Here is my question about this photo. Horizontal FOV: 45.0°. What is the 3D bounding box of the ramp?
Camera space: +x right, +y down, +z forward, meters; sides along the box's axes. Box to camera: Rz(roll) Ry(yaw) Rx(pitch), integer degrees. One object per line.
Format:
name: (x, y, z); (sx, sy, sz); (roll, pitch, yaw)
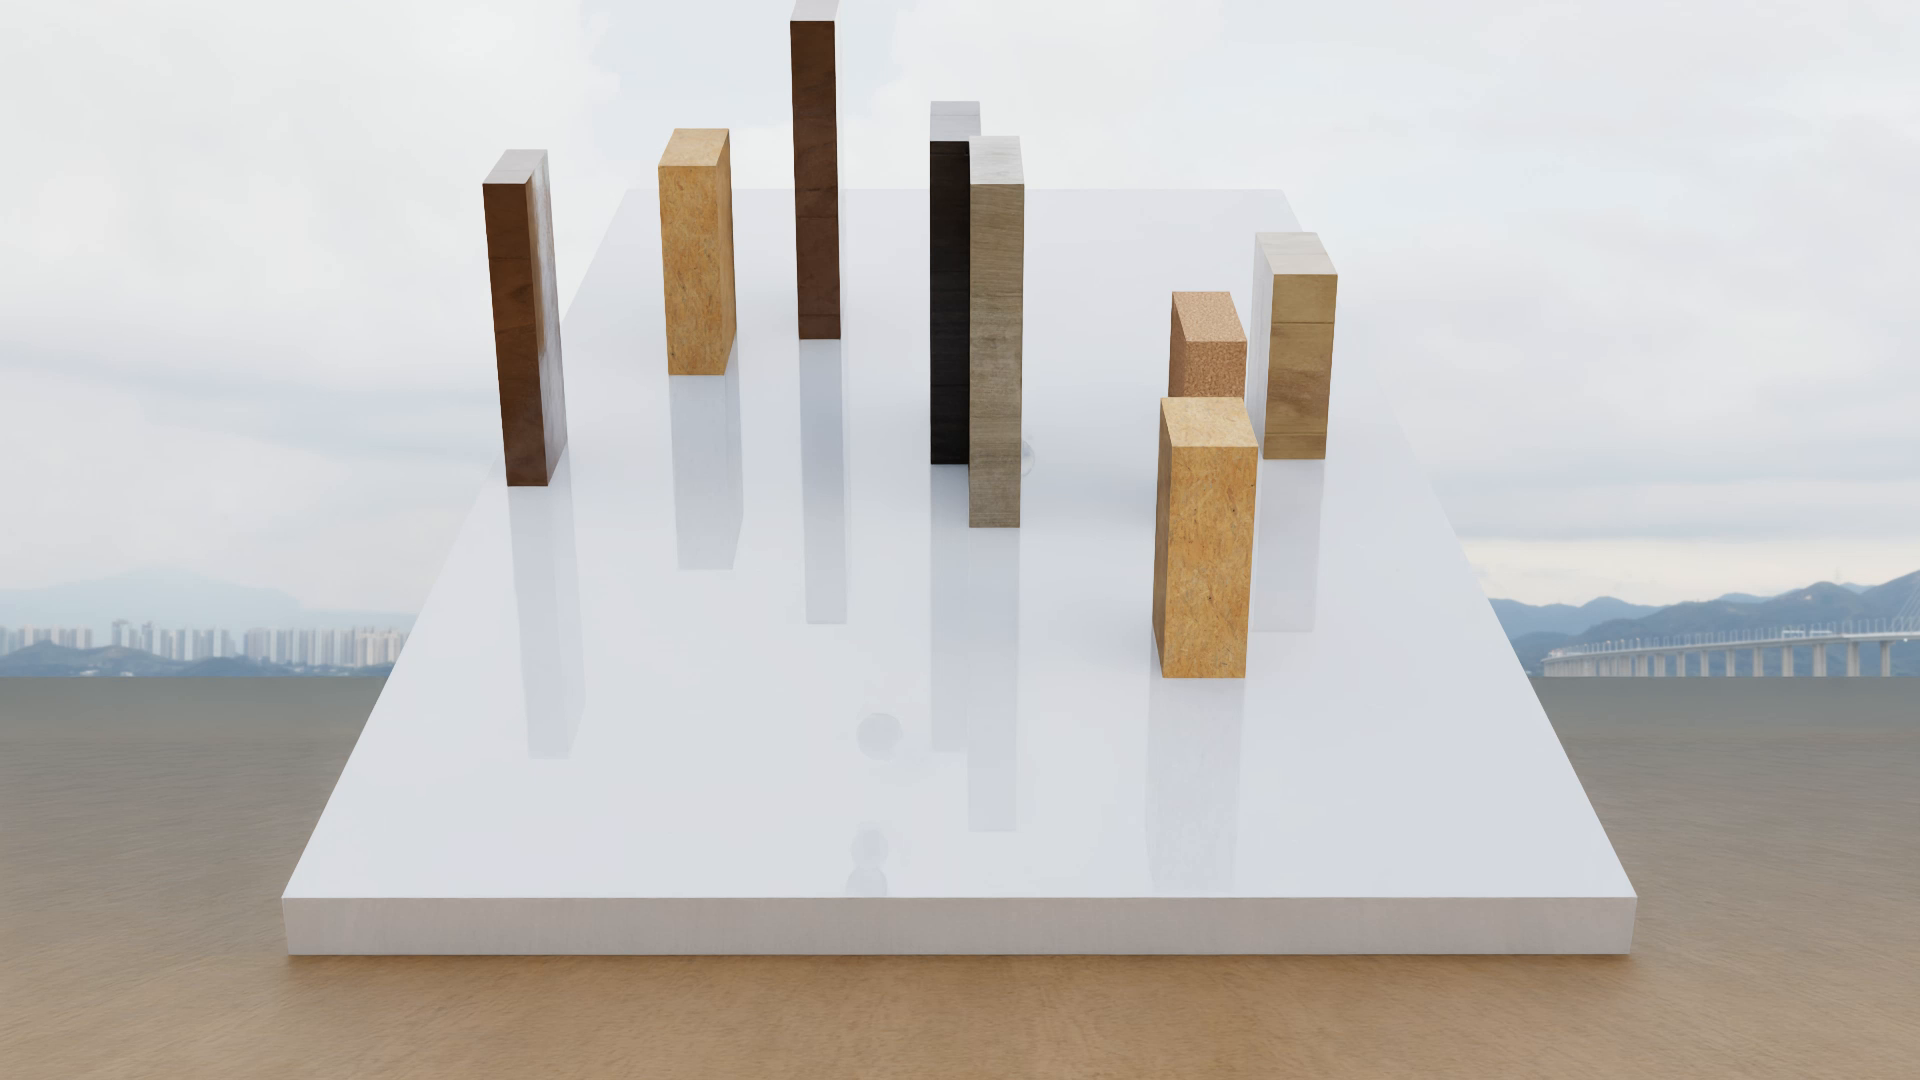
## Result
ramp: (-0.008, -0.227, 5.274); (2.000, 0.100, 4.000); (0, 24, 0)

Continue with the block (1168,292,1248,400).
block: (0.495, -0.258, 4.704); (0.118, 0.414, 0.320); (0, 24, 0)

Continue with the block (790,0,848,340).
block: (-0.349, -0.940, 5.796); (0.105, 0.788, 0.399); (0, 24, 0)

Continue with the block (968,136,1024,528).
block: (0.070, -0.426, 4.718); (0.103, 0.710, 0.380); (0, 24, 0)

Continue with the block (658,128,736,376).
block: (-0.628, -0.698, 5.588); (0.133, 0.508, 0.361); (0, 24, 0)

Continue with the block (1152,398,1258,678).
block: (0.428, -0.005, 4.097); (0.145, 0.436, 0.240); (0, 24, 0)

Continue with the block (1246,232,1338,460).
block: (0.725, -0.430, 5.095); (0.135, 0.417, 0.318); (0, 24, 0)

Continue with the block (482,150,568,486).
block: (-0.910, -0.467, 4.879); (0.086, 0.652, 0.278); (0, 24, 0)

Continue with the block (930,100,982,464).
block: (-0.011, -0.559, 5.026); (0.106, 0.707, 0.360); (0, 24, 0)
